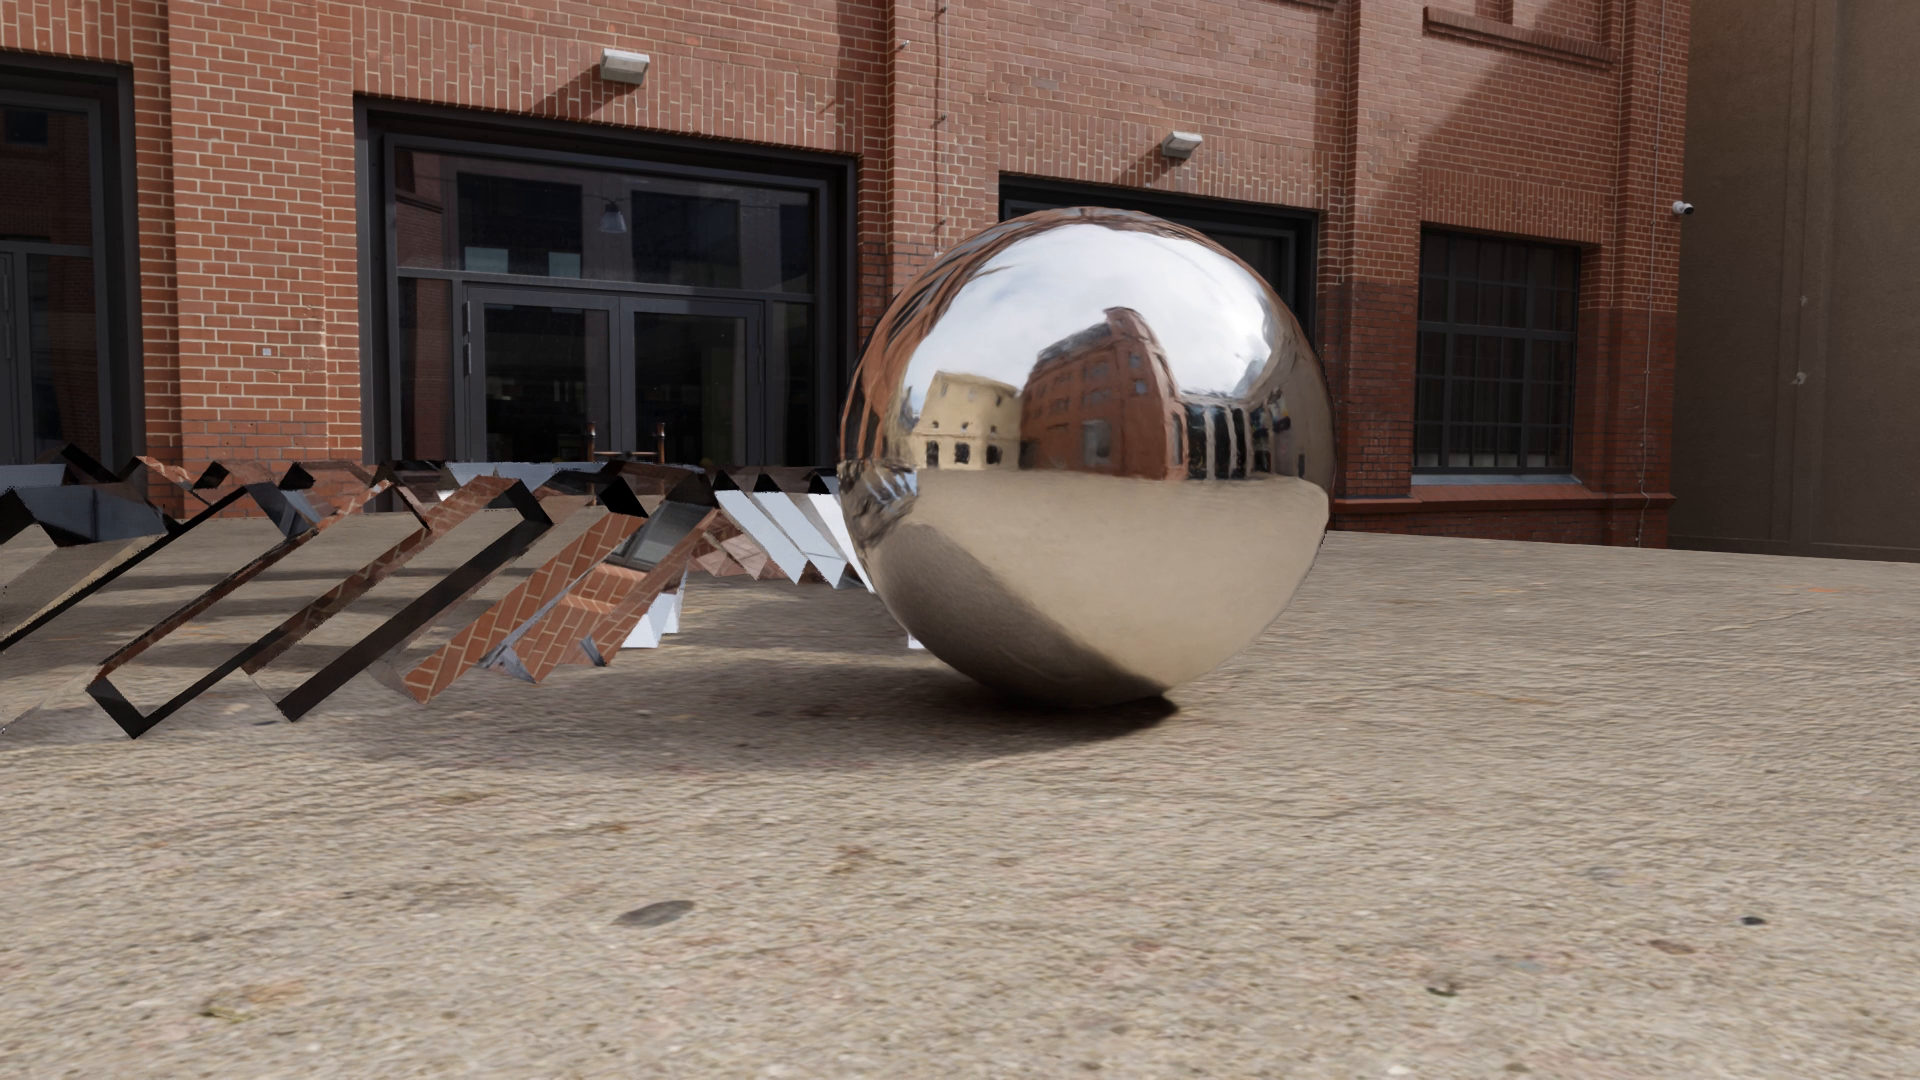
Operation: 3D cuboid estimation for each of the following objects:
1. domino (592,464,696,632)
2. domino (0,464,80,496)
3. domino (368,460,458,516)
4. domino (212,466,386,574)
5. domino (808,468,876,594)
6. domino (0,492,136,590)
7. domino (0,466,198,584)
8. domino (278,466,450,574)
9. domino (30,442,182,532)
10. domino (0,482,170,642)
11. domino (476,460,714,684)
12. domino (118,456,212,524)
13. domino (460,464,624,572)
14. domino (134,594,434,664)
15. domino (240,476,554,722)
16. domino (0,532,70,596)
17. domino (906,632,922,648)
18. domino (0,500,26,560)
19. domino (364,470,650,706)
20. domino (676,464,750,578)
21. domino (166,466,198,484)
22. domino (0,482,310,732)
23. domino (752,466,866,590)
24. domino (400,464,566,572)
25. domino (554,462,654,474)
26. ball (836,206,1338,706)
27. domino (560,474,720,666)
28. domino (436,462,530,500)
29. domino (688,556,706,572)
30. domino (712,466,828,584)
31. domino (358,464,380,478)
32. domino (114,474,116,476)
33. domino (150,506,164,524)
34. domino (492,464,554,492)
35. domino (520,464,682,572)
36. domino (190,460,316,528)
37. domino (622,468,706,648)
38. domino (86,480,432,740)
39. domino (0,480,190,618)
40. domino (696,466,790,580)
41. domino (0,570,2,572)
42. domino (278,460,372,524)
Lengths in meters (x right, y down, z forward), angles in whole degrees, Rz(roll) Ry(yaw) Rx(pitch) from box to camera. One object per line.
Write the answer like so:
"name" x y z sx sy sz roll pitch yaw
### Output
"domino" -0.077 0.001 0.304 0.025 0.009 0.050 0 40 -5
"domino" -0.193 0.003 0.271 0.025 0.009 0.050 -3 -33 -11
"domino" -0.136 -0.003 0.352 0.050 0.009 0.025 42 21 20
"domino" -0.215 -0.007 0.419 0.050 0.009 0.025 34 -8 -18
"domino" -0.024 -0.004 0.384 0.025 0.009 0.050 -2 37 -32
"domino" -0.267 -0.003 0.366 0.025 0.010 0.050 3 -28 36
"domino" -0.257 -0.004 0.383 0.025 0.009 0.050 4 -28 44
"domino" -0.197 -0.007 0.427 0.050 0.009 0.025 33 -3 -12
"domino" -0.201 -0.002 0.313 0.025 0.010 0.050 -2 -41 43
"domino" -0.143 0.010 0.182 0.050 0.009 0.025 -35 5 2
"domino" -0.073 0.004 0.246 0.025 0.009 0.050 9 45 36
"domino" -0.191 -0.002 0.332 0.050 0.009 0.025 41 -13 -20
"domino" -0.142 -0.008 0.438 0.050 0.010 0.025 34 8 4
"domino" -0.139 0.018 0.266 0.050 0.009 0.025 1 4 11
"domino" -0.095 0.008 0.215 0.050 0.009 0.025 -43 27 -25
"domino" -0.276 -0.001 0.350 0.025 0.010 0.050 3 -28 32
"domino" 0.002 -0.002 0.273 0.025 0.050 0.009 0 -26 3
"domino" -0.161 0.011 0.180 0.050 0.009 0.025 -35 -1 10
"domino" -0.082 0.007 0.228 0.025 0.009 0.050 8 44 48
"domino" -0.087 -0.007 0.427 0.050 0.009 0.025 39 22 23
"domino" -0.231 -0.006 0.411 0.050 0.009 0.025 34 -10 -21
"domino" -0.125 0.010 0.192 0.050 0.010 0.025 -38 15 -13
"domino" -0.040 -0.005 0.396 0.025 0.009 0.050 -4 39 -43
"domino" -0.161 -0.008 0.435 0.050 0.009 0.025 33 3 -4
"domino" -0.087 0.000 0.321 0.025 0.010 0.050 -2 42 -20
"ball" 0.020 -0.013 0.209 0.080 0.080 0.080 0 4 0
"domino" -0.073 0.005 0.265 0.025 0.010 0.050 2 39 22
"domino" -0.118 -0.002 0.345 0.025 0.009 0.050 -4 42 -48
"domino" -0.105 -0.008 0.433 0.050 0.009 0.025 37 17 18
"domino" -0.055 -0.006 0.408 0.025 0.009 0.050 -5 40 -48
"domino" -0.179 -0.008 0.432 0.050 0.009 0.025 33 0 -7
"domino" -0.246 -0.005 0.399 0.050 0.010 0.025 37 -16 -29
"domino" -0.174 0.008 0.255 0.025 0.009 0.050 -3 -21 -36
"domino" -0.102 -0.001 0.334 0.025 0.009 0.050 -3 41 -38
"domino" -0.122 -0.008 0.438 0.050 0.009 0.025 36 14 13
"domino" -0.175 -0.002 0.342 0.050 0.009 0.025 38 -2 -9
"domino" -0.074 0.003 0.286 0.025 0.009 0.050 1 40 5
"domino" -0.109 0.009 0.203 0.050 0.009 0.025 -39 20 -20
"domino" -0.206 0.003 0.290 0.025 0.009 0.050 -4 -29 21
"domino" -0.070 -0.006 0.418 0.050 0.009 0.025 41 26 28
"domino" -0.282 0.000 0.332 0.025 0.009 0.050 2 -29 24
"domino" -0.157 -0.002 0.349 0.050 0.009 0.025 38 8 3
